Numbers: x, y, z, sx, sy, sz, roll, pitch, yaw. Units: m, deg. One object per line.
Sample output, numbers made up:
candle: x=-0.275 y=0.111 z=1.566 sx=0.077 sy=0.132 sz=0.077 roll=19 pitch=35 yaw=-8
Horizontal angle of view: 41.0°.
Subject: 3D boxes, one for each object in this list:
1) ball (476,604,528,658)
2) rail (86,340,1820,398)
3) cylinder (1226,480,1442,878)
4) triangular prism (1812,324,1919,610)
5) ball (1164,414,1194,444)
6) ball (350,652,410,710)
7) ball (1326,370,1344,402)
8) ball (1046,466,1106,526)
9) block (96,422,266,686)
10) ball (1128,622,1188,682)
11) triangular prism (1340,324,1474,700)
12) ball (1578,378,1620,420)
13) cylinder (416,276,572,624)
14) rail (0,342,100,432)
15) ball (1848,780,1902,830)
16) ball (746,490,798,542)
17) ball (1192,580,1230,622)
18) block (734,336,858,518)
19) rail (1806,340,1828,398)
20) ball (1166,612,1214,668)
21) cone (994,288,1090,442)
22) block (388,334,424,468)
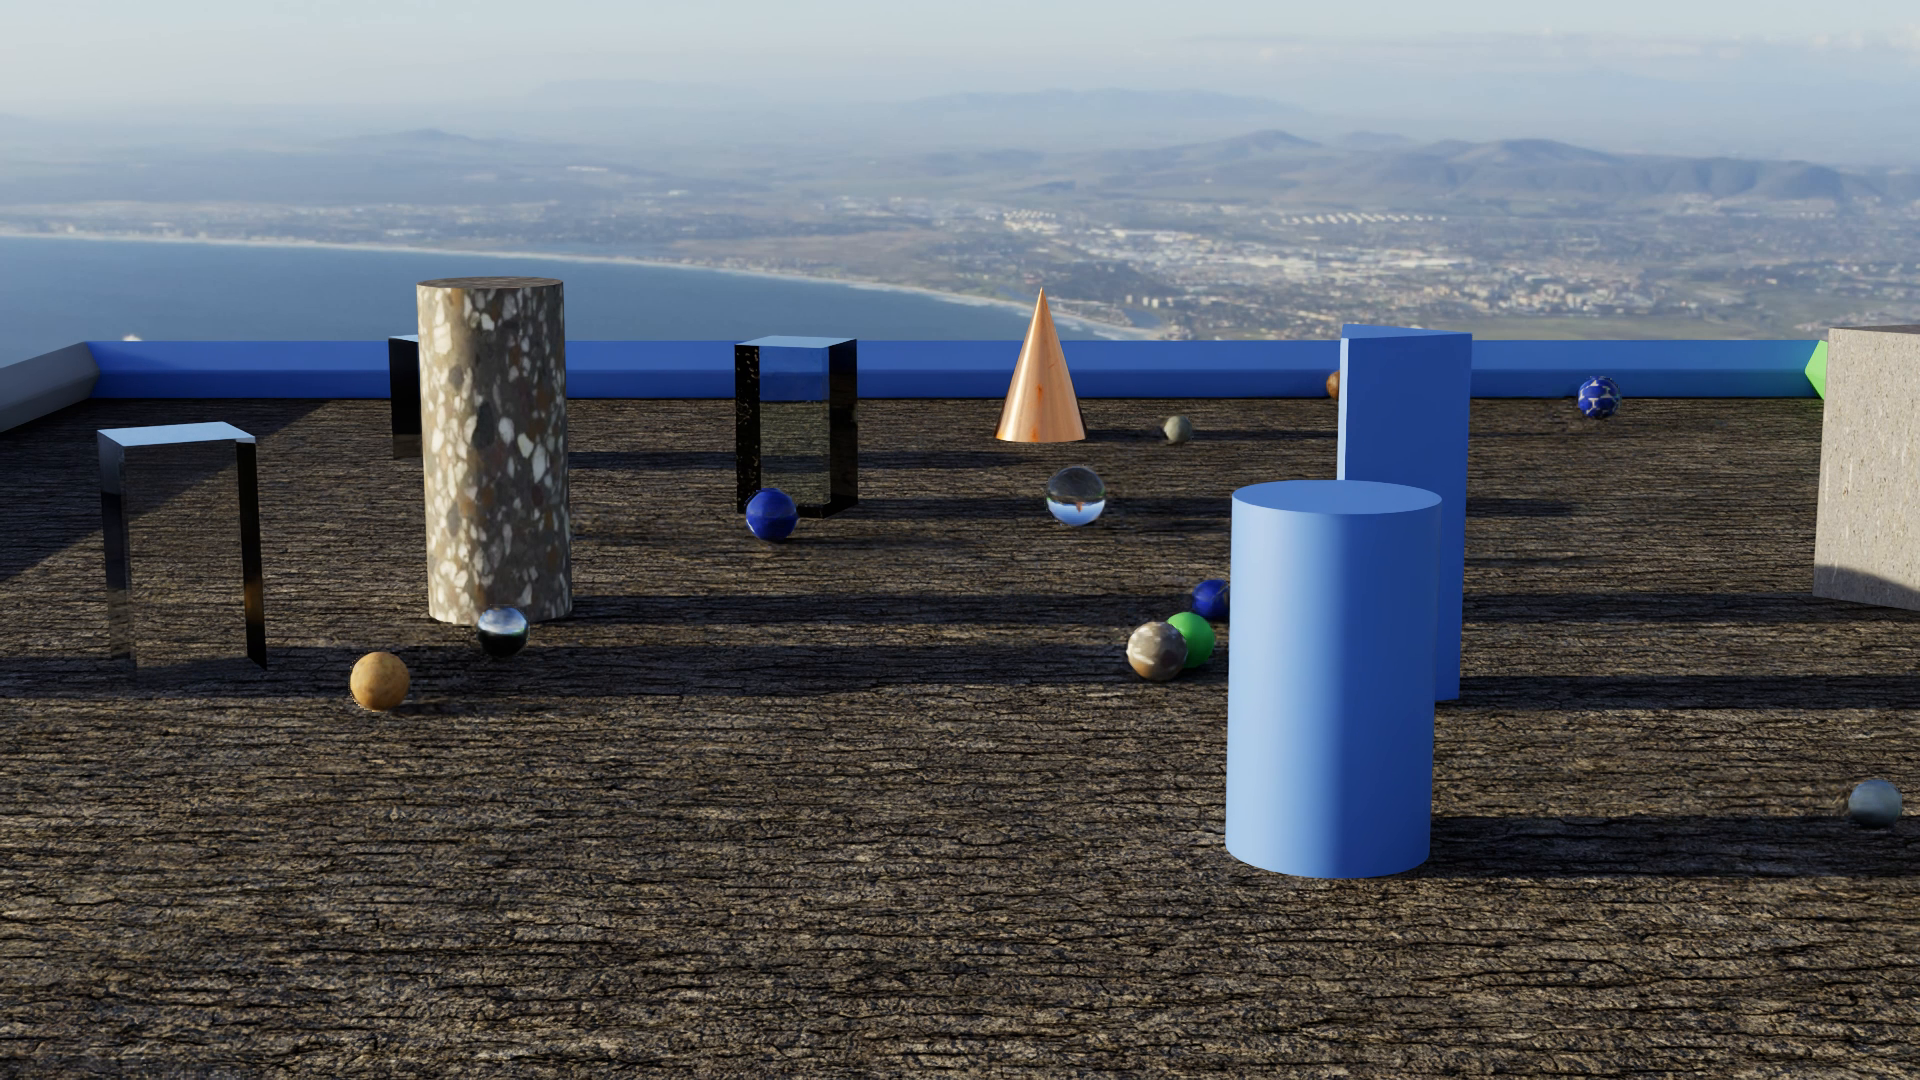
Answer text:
ball: x=-0.567 y=0.113 z=3.180 sx=0.065 sy=0.065 sz=0.065 roll=0 pitch=11 yaw=0
rail: x=-0.013 y=-0.372 z=5.617 sx=3.811 sy=0.124 sz=0.045 roll=0 pitch=11 yaw=0
cylinder: x=0.345 y=0.124 z=2.382 sx=0.190 sy=0.335 sz=0.190 roll=0 pitch=11 yaw=0
triangular prism: x=1.289 y=-0.105 z=3.517 sx=0.165 sy=0.371 sz=0.143 roll=9 pitch=14 yaw=41
ball: x=0.424 y=-0.215 z=4.970 sx=0.054 sy=0.054 sz=0.054 roll=0 pitch=11 yaw=0
ball: x=-0.660 y=0.160 z=2.919 sx=0.067 sy=0.067 sz=0.067 roll=0 pitch=11 yaw=0
ball: x=0.831 y=-0.336 z=5.580 sx=0.069 sy=0.069 sz=0.069 roll=0 pitch=11 yaw=0
ball: x=0.185 y=-0.070 z=4.077 sx=0.095 sy=0.095 sz=0.095 roll=0 pitch=11 yaw=0
block: x=-0.943 y=0.013 z=3.109 sx=0.152 sy=0.287 sz=0.152 roll=-6 pitch=12 yaw=-29
ball: x=0.235 y=0.133 z=3.055 sx=0.072 sy=0.072 sz=0.072 roll=0 pitch=11 yaw=0
triangular prism: x=0.478 y=-0.032 z=2.978 sx=0.165 sy=0.424 sz=0.143 roll=-4 pitch=11 yaw=-20
ball: x=1.319 y=-0.292 z=5.297 sx=0.085 sy=0.085 sz=0.085 roll=0 pitch=11 yaw=0
cylinder: x=-0.618 y=-0.122 z=3.416 sx=0.190 sy=0.441 sz=0.190 roll=0 pitch=11 yaw=0
rail: x=-1.882 y=0.034 z=3.439 sx=0.045 sy=0.124 sz=4.457 roll=0 pitch=11 yaw=0
ball: x=0.880 y=0.254 z=2.468 sx=0.047 sy=0.047 sz=0.047 roll=0 pitch=11 yaw=0
ball: x=-0.289 y=-0.037 z=3.943 sx=0.081 sy=0.081 sz=0.081 roll=0 pitch=11 yaw=0
ball: x=0.334 y=0.079 z=3.386 sx=0.056 sy=0.056 sz=0.056 roll=0 pitch=11 yaw=0
block: x=-0.267 y=-0.188 z=4.217 sx=0.152 sy=0.277 sz=0.152 roll=4 pitch=11 yaw=19
rail: x=1.882 y=0.030 z=3.460 sx=0.045 sy=0.124 sz=4.457 roll=0 pitch=11 yaw=0
ball: x=0.275 y=0.122 z=3.120 sx=0.068 sy=0.068 sz=0.068 roll=0 pitch=11 yaw=0
cone: x=0.161 y=-0.352 z=5.046 sx=0.190 sy=0.296 sz=0.190 roll=0 pitch=11 yaw=0
block: x=-0.946 y=-0.260 z=4.733 sx=0.152 sy=0.229 sz=0.152 roll=-8 pitch=13 yaw=-38
